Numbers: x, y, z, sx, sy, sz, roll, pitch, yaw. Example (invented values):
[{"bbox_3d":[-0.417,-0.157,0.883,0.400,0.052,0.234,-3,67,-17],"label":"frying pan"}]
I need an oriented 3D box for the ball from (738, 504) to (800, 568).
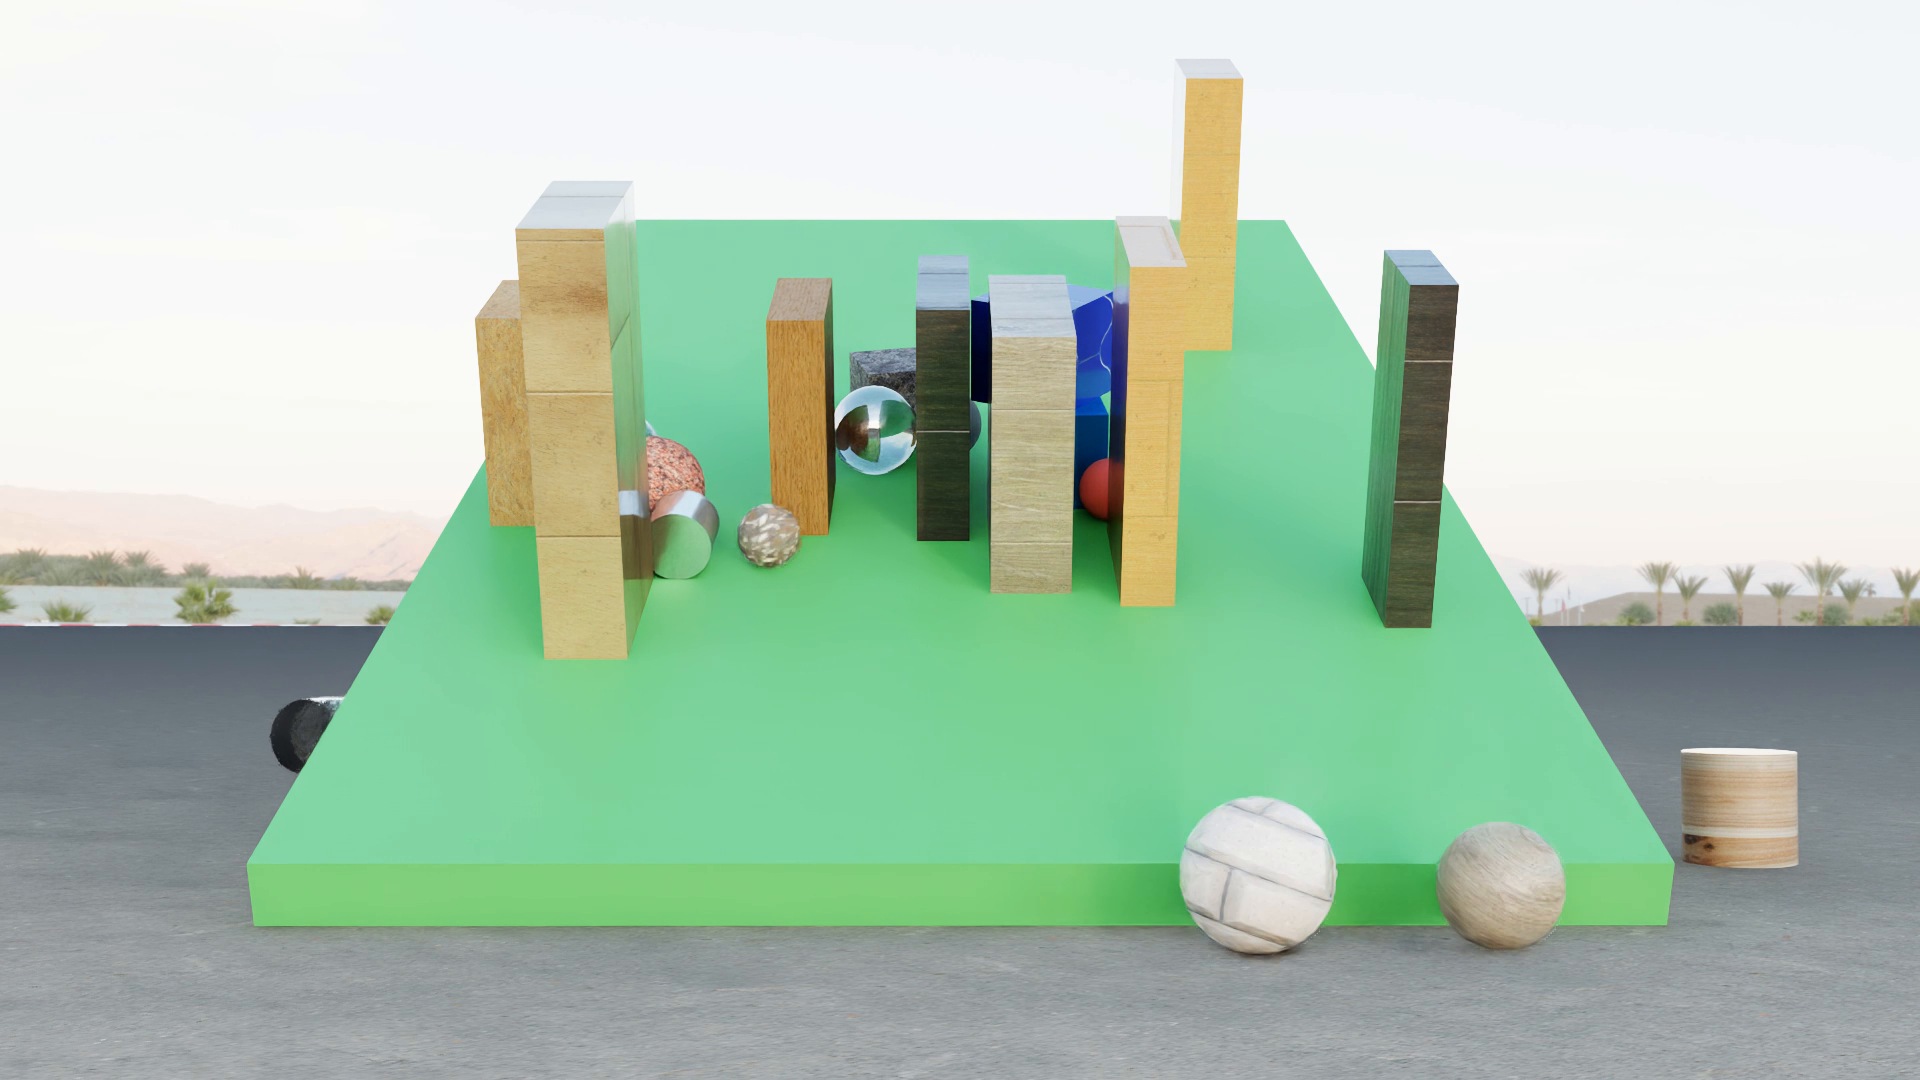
[{"bbox_3d":[-0.355,-0.008,4.234,0.118,0.118,0.118,0,-2,0],"label":"ball"}]

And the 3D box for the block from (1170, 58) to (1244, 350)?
[{"bbox_3d":[0.599,-0.828,5.619,0.136,0.664,0.292,0,21,0],"label":"block"}]

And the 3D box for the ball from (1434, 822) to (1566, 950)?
[{"bbox_3d":[0.710,0.454,2.995,0.168,0.168,0.168,0,-2,0],"label":"ball"}]

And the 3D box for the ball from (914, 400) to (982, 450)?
[{"bbox_3d":[-0.030,-0.245,4.809,0.151,0.151,0.151,0,-2,0],"label":"ball"}]

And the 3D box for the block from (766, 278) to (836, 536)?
[{"bbox_3d":[-0.308,-0.266,4.473,0.108,0.428,0.318,0,21,0],"label":"block"}]

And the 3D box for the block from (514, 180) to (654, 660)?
[{"bbox_3d":[-0.631,-0.208,3.885,0.140,0.739,0.361,0,21,0],"label":"block"}]

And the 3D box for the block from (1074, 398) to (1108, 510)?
[{"bbox_3d":[0.187,-0.186,4.594,0.195,0.195,0.195,-2,21,-4],"label":"block"}]

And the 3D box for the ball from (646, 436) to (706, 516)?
[{"bbox_3d":[-0.586,-0.100,4.362,0.197,0.197,0.197,0,-2,0],"label":"ball"}]

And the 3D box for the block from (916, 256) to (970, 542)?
[{"bbox_3d":[-0.033,-0.286,4.487,0.101,0.457,0.421,0,21,0],"label":"block"}]

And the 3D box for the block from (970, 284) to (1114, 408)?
[{"bbox_3d":[0.164,-0.388,4.557,0.208,0.208,0.208,12,24,29],"label":"block"}]

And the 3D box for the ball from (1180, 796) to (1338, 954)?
[{"bbox_3d":[0.387,0.435,2.963,0.204,0.204,0.204,0,-2,0],"label":"ball"}]

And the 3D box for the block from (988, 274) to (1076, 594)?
[{"bbox_3d":[0.128,-0.205,4.242,0.146,0.480,0.434,0,21,0],"label":"block"}]

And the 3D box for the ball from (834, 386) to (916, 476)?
[{"bbox_3d":[-0.177,-0.227,4.711,0.185,0.185,0.185,0,-2,0],"label":"ball"}]

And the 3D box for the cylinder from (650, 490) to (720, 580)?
[{"bbox_3d":[-0.517,-0.010,4.222,0.129,0.129,0.129,0,21,1],"label":"cylinder"}]

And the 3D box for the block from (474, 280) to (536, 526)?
[{"bbox_3d":[-0.852,-0.274,4.506,0.128,0.418,0.290,0,21,0],"label":"block"}]

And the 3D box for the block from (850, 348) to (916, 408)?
[{"bbox_3d":[-0.133,-0.306,4.934,0.174,0.174,0.174,-6,22,-15],"label":"block"}]

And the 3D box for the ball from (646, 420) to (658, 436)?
[{"bbox_3d":[-0.688,-0.163,4.520,0.200,0.200,0.200,0,-2,0],"label":"ball"}]

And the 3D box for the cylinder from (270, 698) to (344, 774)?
[{"bbox_3d":[-1.811,0.554,6.475,0.210,0.210,0.210,0,-2,10],"label":"cylinder"}]

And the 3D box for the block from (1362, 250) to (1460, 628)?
[{"bbox_3d":[0.782,-0.177,3.983,0.081,0.615,0.243,0,21,0],"label":"block"}]

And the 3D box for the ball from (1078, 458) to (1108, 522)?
[{"bbox_3d":[0.295,-0.099,4.466,0.124,0.124,0.124,0,-2,0],"label":"ball"}]

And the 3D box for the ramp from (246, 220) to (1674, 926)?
[{"bbox_3d":[-0.006,-0.214,5.079,2.000,0.100,4.000,0,21,0],"label":"ramp"}]

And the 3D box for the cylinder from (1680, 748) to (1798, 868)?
[{"bbox_3d":[1.395,0.477,4.082,0.197,0.197,0.197,0,-2,0],"label":"cylinder"}]

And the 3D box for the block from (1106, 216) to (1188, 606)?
[{"bbox_3d":[0.335,-0.240,4.139,0.096,0.620,0.385,0,21,0],"label":"block"}]
